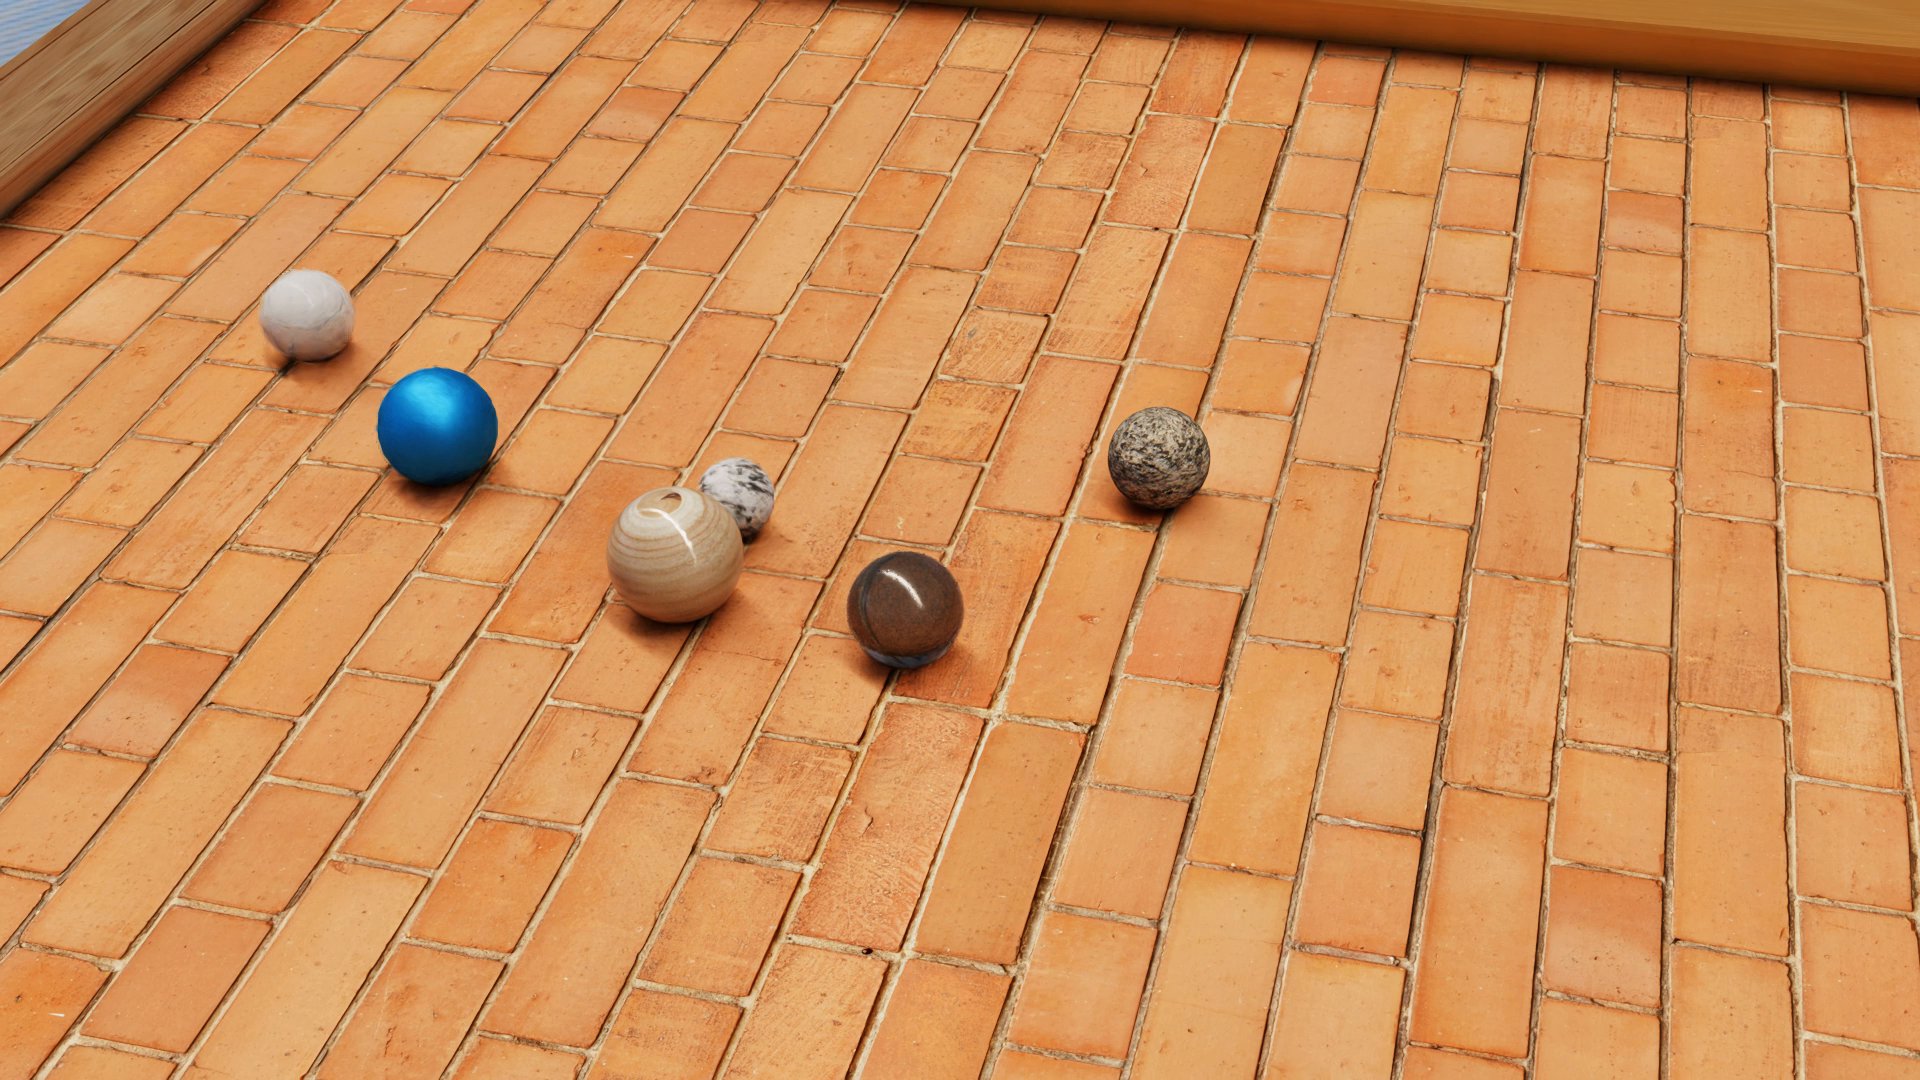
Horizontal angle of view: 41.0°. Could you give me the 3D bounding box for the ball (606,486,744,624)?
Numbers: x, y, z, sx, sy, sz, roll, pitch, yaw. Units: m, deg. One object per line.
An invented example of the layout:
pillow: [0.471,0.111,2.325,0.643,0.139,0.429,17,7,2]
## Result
ball: [-0.206,0.011,1.860,0.100,0.100,0.100,0,34,0]

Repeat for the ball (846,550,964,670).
ball: [-0.039,0.050,1.817,0.084,0.084,0.084,0,34,0]

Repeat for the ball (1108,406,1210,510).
ball: [0.154,-0.063,1.988,0.080,0.080,0.080,0,34,0]

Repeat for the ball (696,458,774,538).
ball: [-0.172,-0.032,1.958,0.061,0.061,0.061,0,34,0]

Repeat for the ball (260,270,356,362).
ball: [-0.553,-0.190,2.175,0.079,0.079,0.079,0,34,0]

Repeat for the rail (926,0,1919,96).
rail: [1.244,-0.461,2.527,4.079,0.130,0.045,8,35,11]

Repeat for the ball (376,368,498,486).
ball: [-0.410,-0.089,2.013,0.093,0.093,0.093,0,34,0]

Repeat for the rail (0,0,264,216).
rail: [-0.967,-0.155,2.077,0.045,0.130,2.164,8,35,11]
